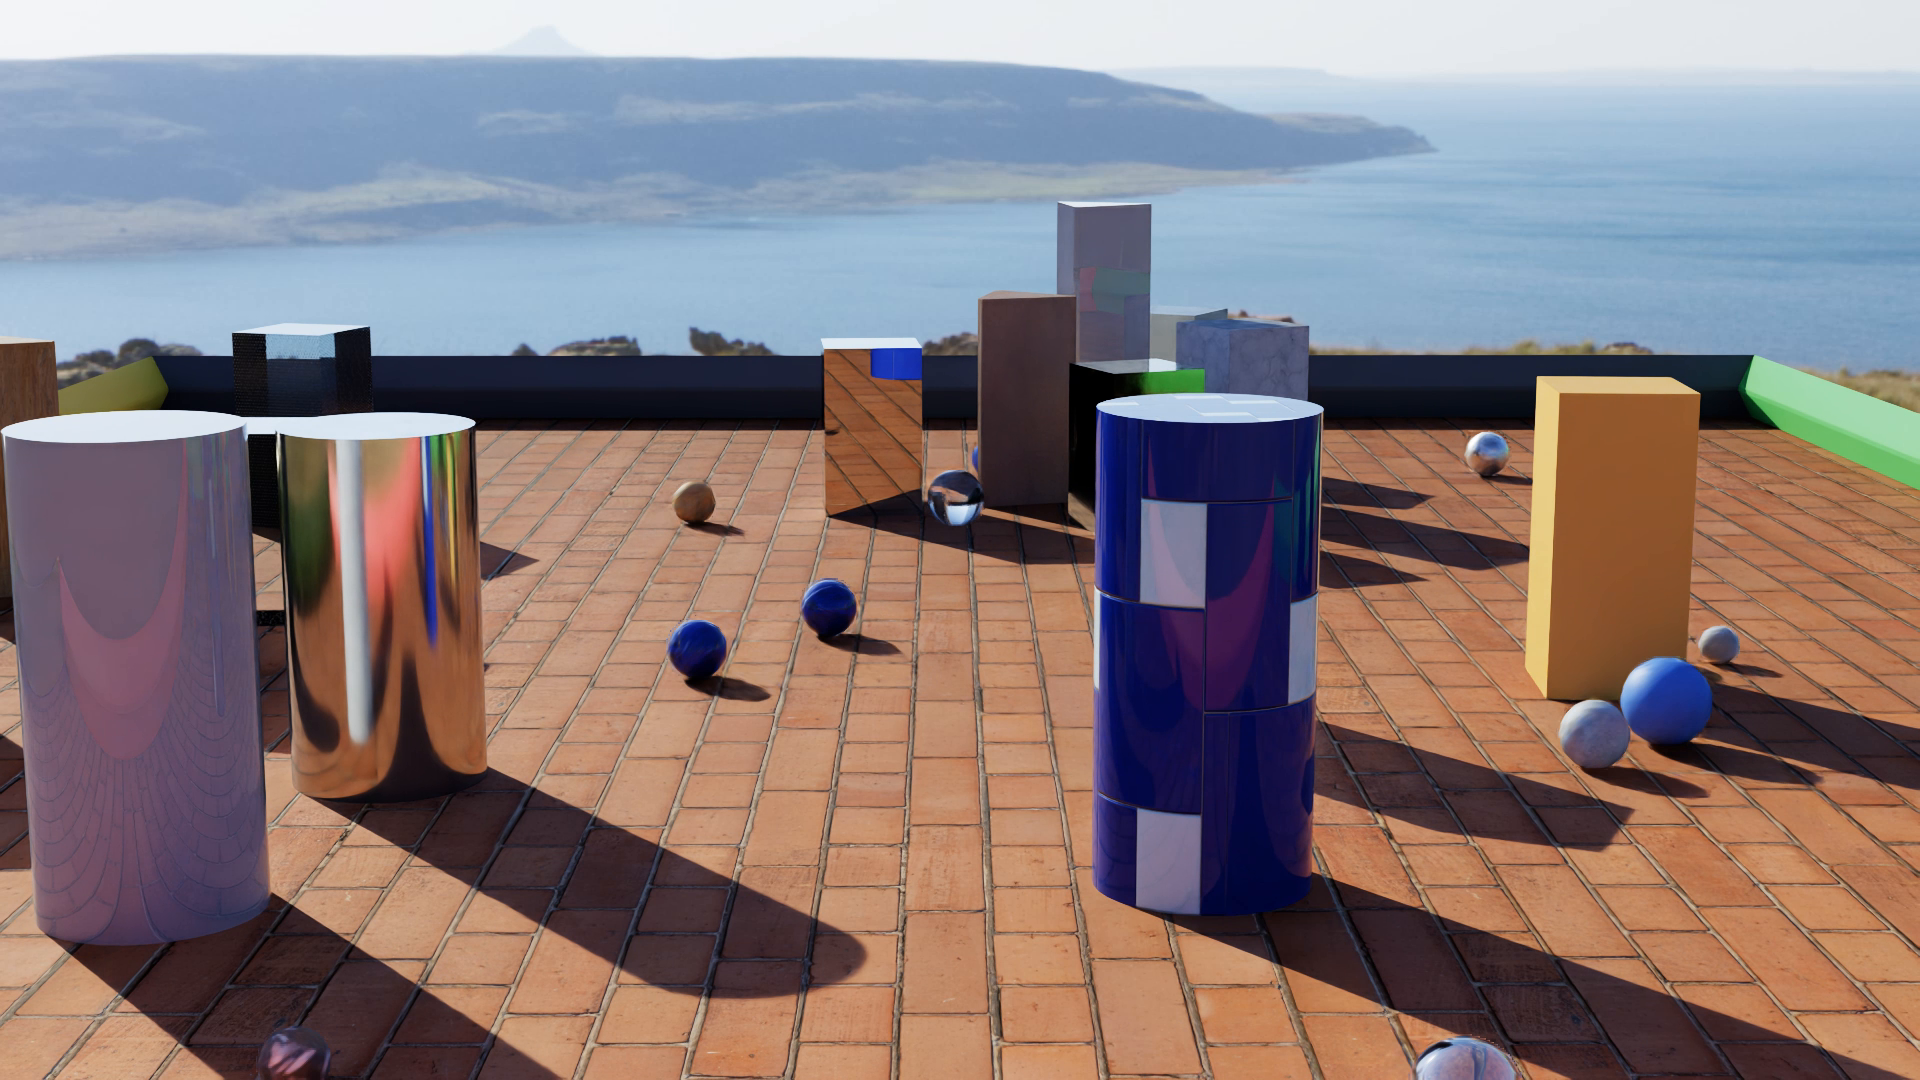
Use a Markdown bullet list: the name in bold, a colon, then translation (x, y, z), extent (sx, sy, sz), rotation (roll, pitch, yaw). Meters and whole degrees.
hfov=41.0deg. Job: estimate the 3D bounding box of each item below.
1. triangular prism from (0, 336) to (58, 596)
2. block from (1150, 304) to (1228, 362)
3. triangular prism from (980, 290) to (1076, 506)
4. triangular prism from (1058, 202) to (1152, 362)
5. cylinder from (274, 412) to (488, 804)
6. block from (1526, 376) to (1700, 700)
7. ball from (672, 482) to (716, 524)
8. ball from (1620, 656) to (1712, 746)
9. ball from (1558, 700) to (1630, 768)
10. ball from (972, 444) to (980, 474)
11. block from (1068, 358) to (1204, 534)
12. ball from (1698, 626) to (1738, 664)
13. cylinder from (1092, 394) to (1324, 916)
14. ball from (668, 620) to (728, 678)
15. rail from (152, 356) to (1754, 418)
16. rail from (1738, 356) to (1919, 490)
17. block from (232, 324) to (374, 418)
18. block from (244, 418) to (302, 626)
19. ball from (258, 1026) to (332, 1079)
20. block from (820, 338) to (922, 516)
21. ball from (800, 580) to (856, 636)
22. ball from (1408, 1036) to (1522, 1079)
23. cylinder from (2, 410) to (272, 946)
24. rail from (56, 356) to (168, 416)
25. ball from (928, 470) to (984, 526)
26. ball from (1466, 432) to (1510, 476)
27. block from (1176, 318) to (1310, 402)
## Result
- **triangular prism**: translation (-1.358, -0.106, 3.596), extent (0.171, 0.352, 0.148), rotation (-5, 12, -25)
- **block**: translation (0.389, -0.284, 4.746), extent (0.158, 0.282, 0.158), rotation (5, 12, 27)
- **triangular prism**: translation (0.090, -0.244, 4.350), extent (0.171, 0.347, 0.148), rotation (-4, 11, -18)
- **triangular prism**: translation (0.221, -0.348, 4.525), extent (0.171, 0.488, 0.148), rotation (-8, 13, -37)
- **cylinder**: translation (-0.590, 0.065, 2.627), extent (0.198, 0.367, 0.198), rotation (0, 10, 0)
- **block**: translation (0.766, -0.005, 3.027), extent (0.158, 0.359, 0.158), rotation (1, 11, 3)
- **ball**: translation (-0.427, -0.060, 4.123), extent (0.069, 0.069, 0.069), rotation (0, 10, 0)
- **ball**: translation (0.765, 0.175, 2.778), extent (0.096, 0.096, 0.096), rotation (0, 10, 0)
- **ball**: translation (0.665, 0.203, 2.688), extent (0.073, 0.073, 0.073), rotation (0, 10, 0)
- **ball**: translation (0.054, -0.145, 4.584), extent (0.067, 0.067, 0.067), rotation (0, 10, 0)
- **block**: translation (0.278, -0.147, 4.069), extent (0.158, 0.259, 0.158), rotation (-4, 11, -23)
- **ball**: translation (0.935, 0.129, 3.159), extent (0.047, 0.047, 0.047), rotation (0, 10, 0)
- **cylinder**: translation (0.218, 0.096, 2.282), extent (0.198, 0.431, 0.198), rotation (0, 10, 0)
- **ball**: translation (-0.315, 0.131, 3.082), extent (0.072, 0.072, 0.072), rotation (0, 10, 0)
- **rail**: translation (-0.011, -0.317, 5.340), extent (3.346, 0.129, 0.045), rotation (0, 10, 0)
- **rail**: translation (1.649, 0.031, 3.458), extent (0.045, 0.129, 3.893), rotation (0, 10, 0)
- **block**: translation (-1.067, -0.192, 4.188), extent (0.158, 0.305, 0.158), rotation (3, 11, 17)
- **block**: translation (-0.943, -0.026, 3.428), extent (0.158, 0.255, 0.158), rotation (0, 10, -1)
- **ball**: translation (-0.475, 0.373, 1.833), extent (0.050, 0.050, 0.050), rotation (0, 10, 0)
- **block**: translation (-0.147, -0.189, 4.251), extent (0.158, 0.275, 0.158), rotation (-1, 11, -5)
- **ball**: translation (-0.169, 0.088, 3.315), extent (0.072, 0.072, 0.072), rotation (0, 10, 0)
- **ball**: translation (0.342, 0.376, 1.737), extent (0.079, 0.079, 0.079), rotation (0, 10, 0)
- **cylinder**: translation (-0.706, 0.113, 2.208), extent (0.198, 0.426, 0.198), rotation (0, 10, 0)
- **rail**: translation (-1.649, 0.035, 3.439), extent (0.045, 0.129, 3.893), rotation (0, 10, 0)
- **ball**: translation (-0.006, -0.068, 4.100), extent (0.091, 0.091, 0.091), rotation (0, 10, 0)
- **ball**: translation (0.947, -0.155, 4.607), extent (0.079, 0.079, 0.079), rotation (0, 10, 0)
- **block**: translation (0.470, -0.212, 4.300), extent (0.158, 0.302, 0.158), rotation (-6, 12, -28)
